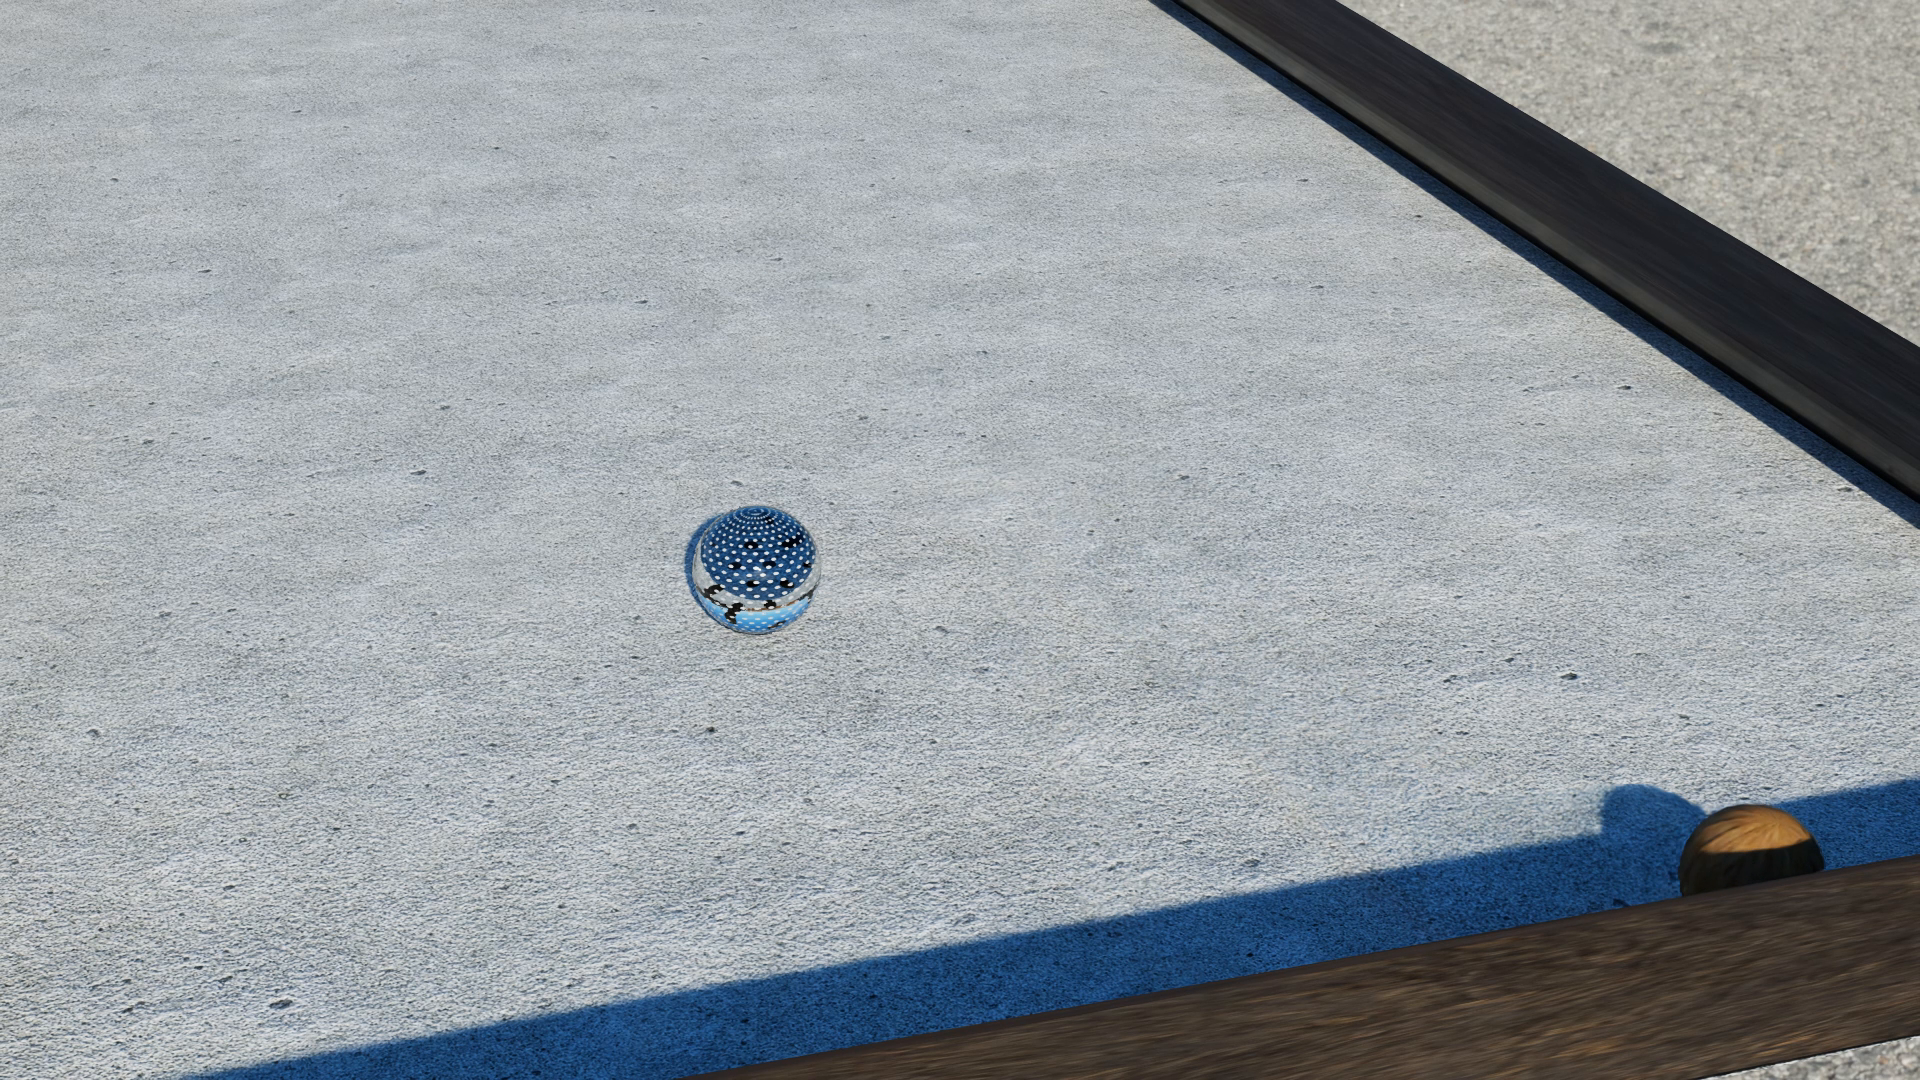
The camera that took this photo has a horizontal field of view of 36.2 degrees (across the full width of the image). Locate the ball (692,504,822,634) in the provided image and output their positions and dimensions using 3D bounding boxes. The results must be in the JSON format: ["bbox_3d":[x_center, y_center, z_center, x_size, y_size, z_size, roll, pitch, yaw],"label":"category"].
[{"bbox_3d":[-0.138,0.020,1.996,0.088,0.088,0.088,0,25,0],"label":"ball"}]

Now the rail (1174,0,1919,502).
[{"bbox_3d":[0.466,-0.386,2.834,0.045,0.114,2.736,-8,26,-16],"label":"rail"}]

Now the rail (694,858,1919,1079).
[{"bbox_3d":[0.199,0.245,1.480,1.457,0.114,0.045,-8,26,-16],"label":"rail"}]

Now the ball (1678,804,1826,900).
[{"bbox_3d":[0.443,0.188,1.646,0.080,0.080,0.080,0,25,0],"label":"ball"}]
